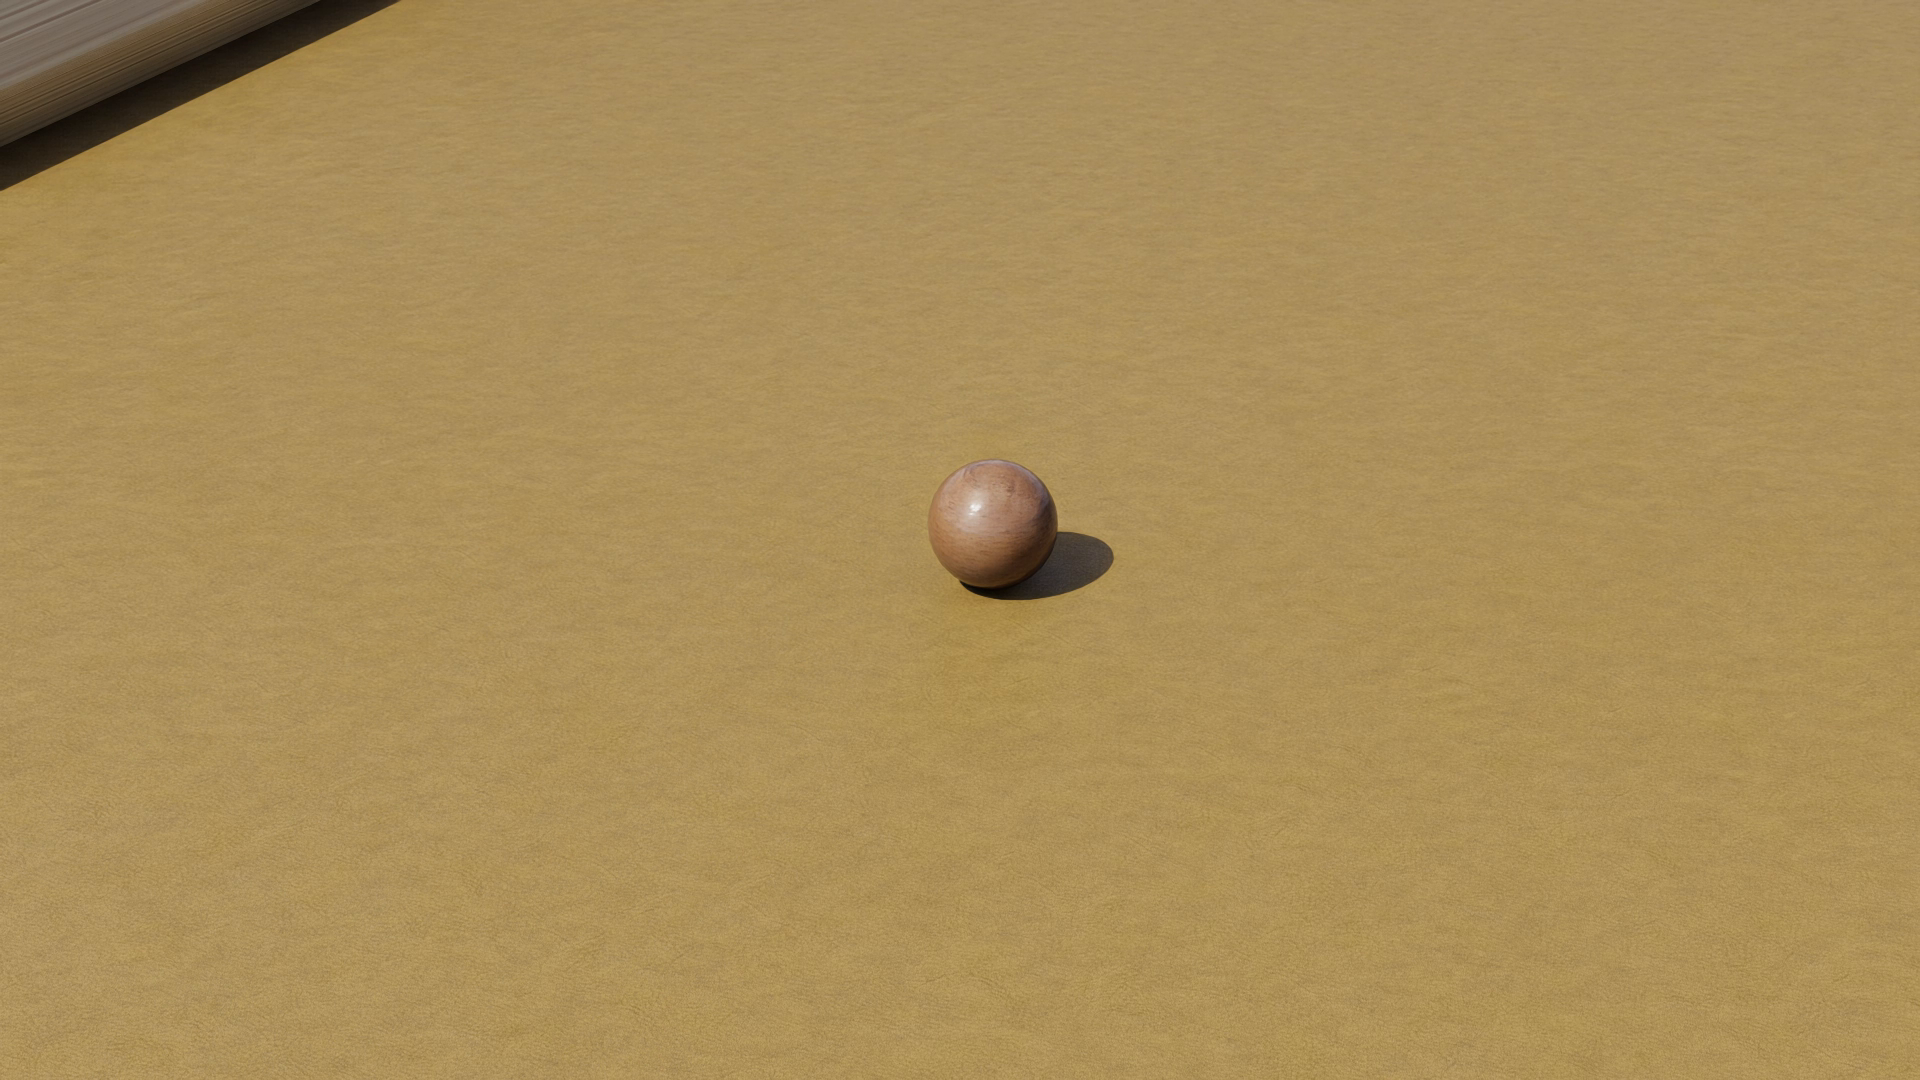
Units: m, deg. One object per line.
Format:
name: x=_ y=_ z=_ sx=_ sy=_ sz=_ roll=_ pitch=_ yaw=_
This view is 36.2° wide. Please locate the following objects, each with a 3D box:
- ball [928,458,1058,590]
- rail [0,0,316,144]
ball: x=0.019 y=-0.009 z=1.730 sx=0.077 sy=0.077 sz=0.077 roll=0 pitch=27 yaw=0
rail: x=-0.539 y=-0.606 z=2.828 sx=0.045 sy=0.121 sz=3.677 roll=12 pitch=30 yaw=22
